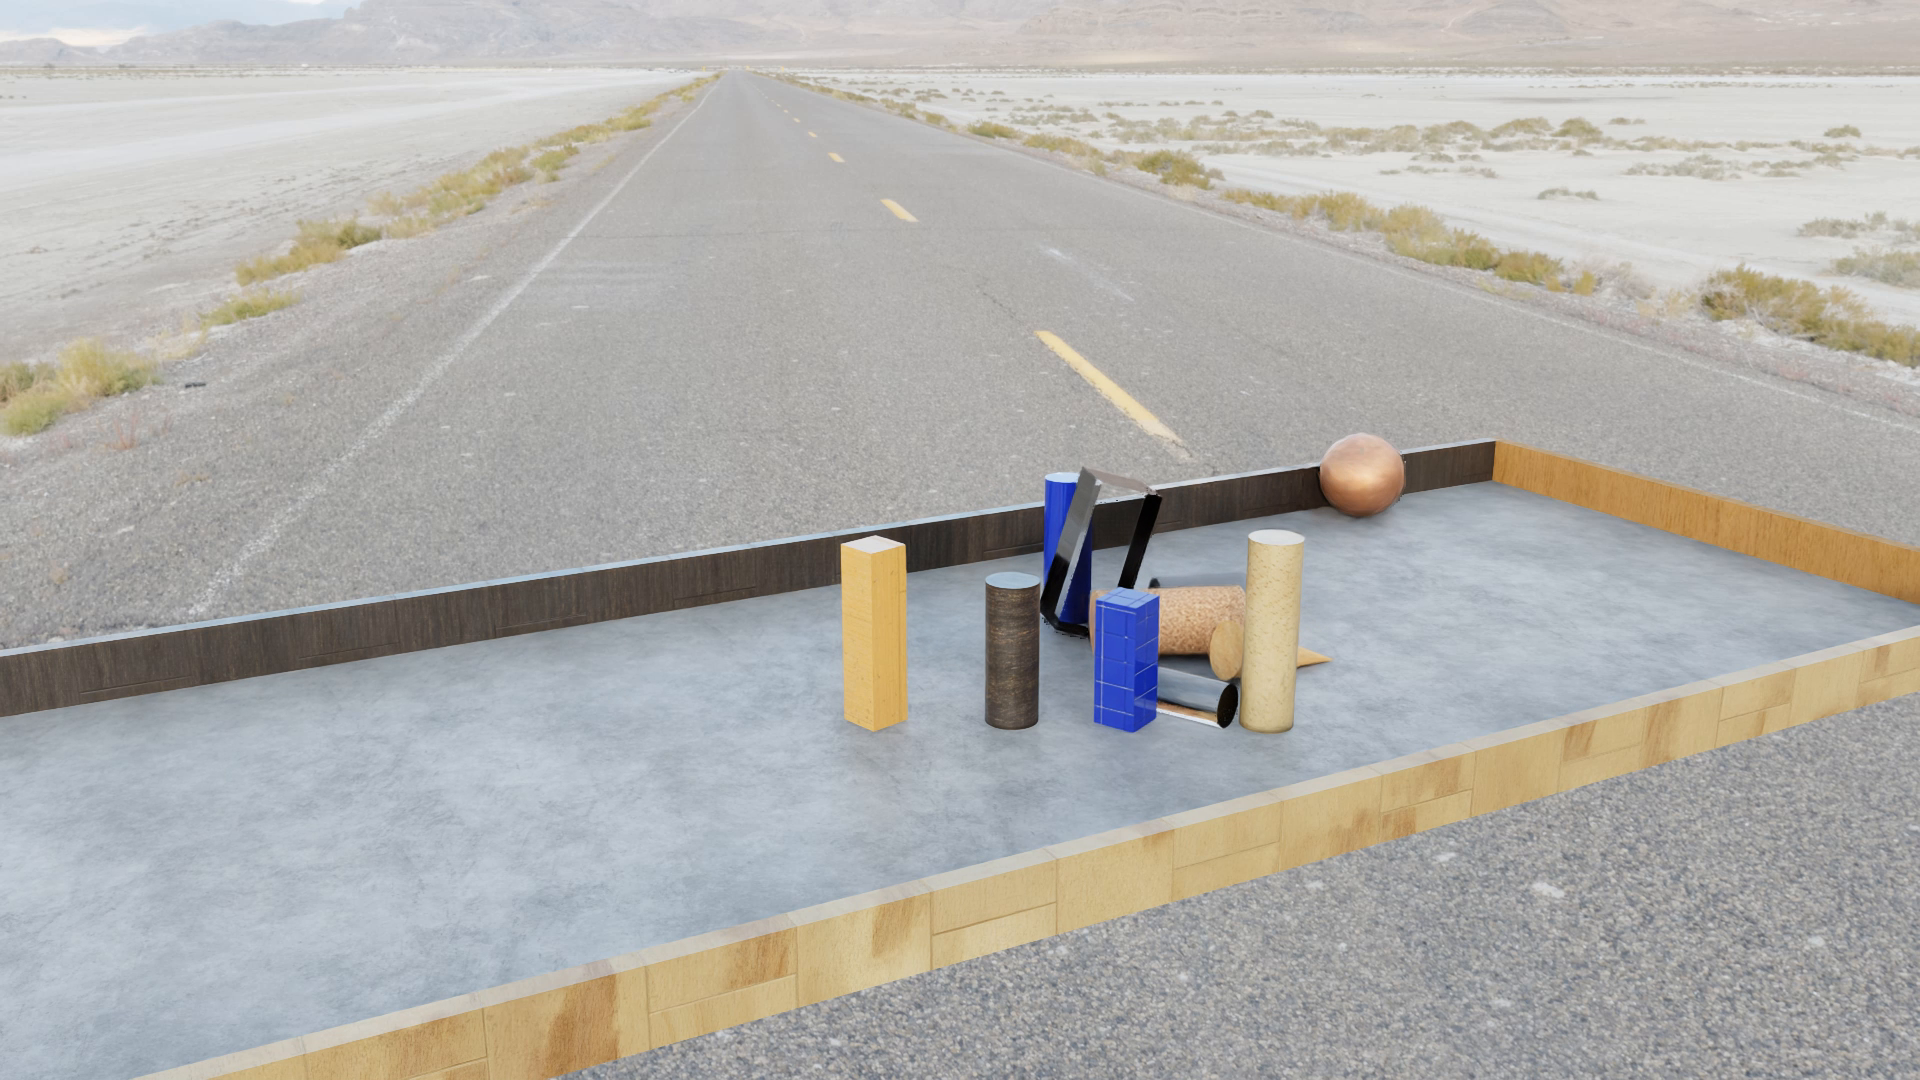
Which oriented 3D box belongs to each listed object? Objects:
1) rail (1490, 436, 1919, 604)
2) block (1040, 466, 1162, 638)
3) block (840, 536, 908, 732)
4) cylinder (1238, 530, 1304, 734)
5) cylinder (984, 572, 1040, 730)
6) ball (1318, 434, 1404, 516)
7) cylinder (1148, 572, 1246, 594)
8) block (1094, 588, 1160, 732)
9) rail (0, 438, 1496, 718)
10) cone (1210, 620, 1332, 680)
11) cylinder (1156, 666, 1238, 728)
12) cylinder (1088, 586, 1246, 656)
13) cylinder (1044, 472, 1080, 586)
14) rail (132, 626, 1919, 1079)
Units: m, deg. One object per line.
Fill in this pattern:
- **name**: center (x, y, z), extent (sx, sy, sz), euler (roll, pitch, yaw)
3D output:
- **rail**: center (2.466, -0.048, 5.253), extent (0.050, 0.150, 2.100), euler (-9, 18, -27)
- **block**: center (0.373, 0.039, 4.430), extent (0.175, 0.414, 0.175), euler (13, 12, -17)
- **block**: center (-0.199, 0.217, 3.849), extent (0.106, 0.432, 0.106), euler (-15, 22, -42)
- **cylinder**: center (0.721, 0.213, 3.820), extent (0.126, 0.457, 0.126), euler (0, 16, 0)
- **cylinder**: center (0.122, 0.259, 3.859), extent (0.127, 0.347, 0.127), euler (0, 16, 0)
- **ball**: center (1.364, -0.221, 5.601), extent (0.284, 0.284, 0.284), euler (0, 16, 0)
- **cylinder**: center (0.695, 0.170, 4.503), extent (0.332, 0.154, 0.154), euler (-3, 17, -10)
- **block**: center (0.389, 0.279, 3.856), extent (0.108, 0.307, 0.108), euler (12, 21, 35)
- **rail**: center (-3.305, 0.497, 3.399), extent (12.000, 0.150, 0.050), euler (-9, 18, -27)
- **cone**: center (0.823, 0.295, 4.220), extent (0.340, 0.151, 0.151), euler (7, 12, -25)
- **cylinder**: center (0.502, 0.362, 3.935), extent (0.304, 0.107, 0.107), euler (12, 20, 35)
- **cylinder**: center (0.543, 0.214, 4.309), extent (0.384, 0.178, 0.178), euler (-2, 16, -7)
- **cylinder**: center (0.292, 0.013, 4.621), extent (0.113, 0.389, 0.113), euler (0, 16, 0)
- **rail**: center (-2.336, 1.006, 1.665), extent (12.000, 0.150, 0.050), euler (-9, 18, -27)
